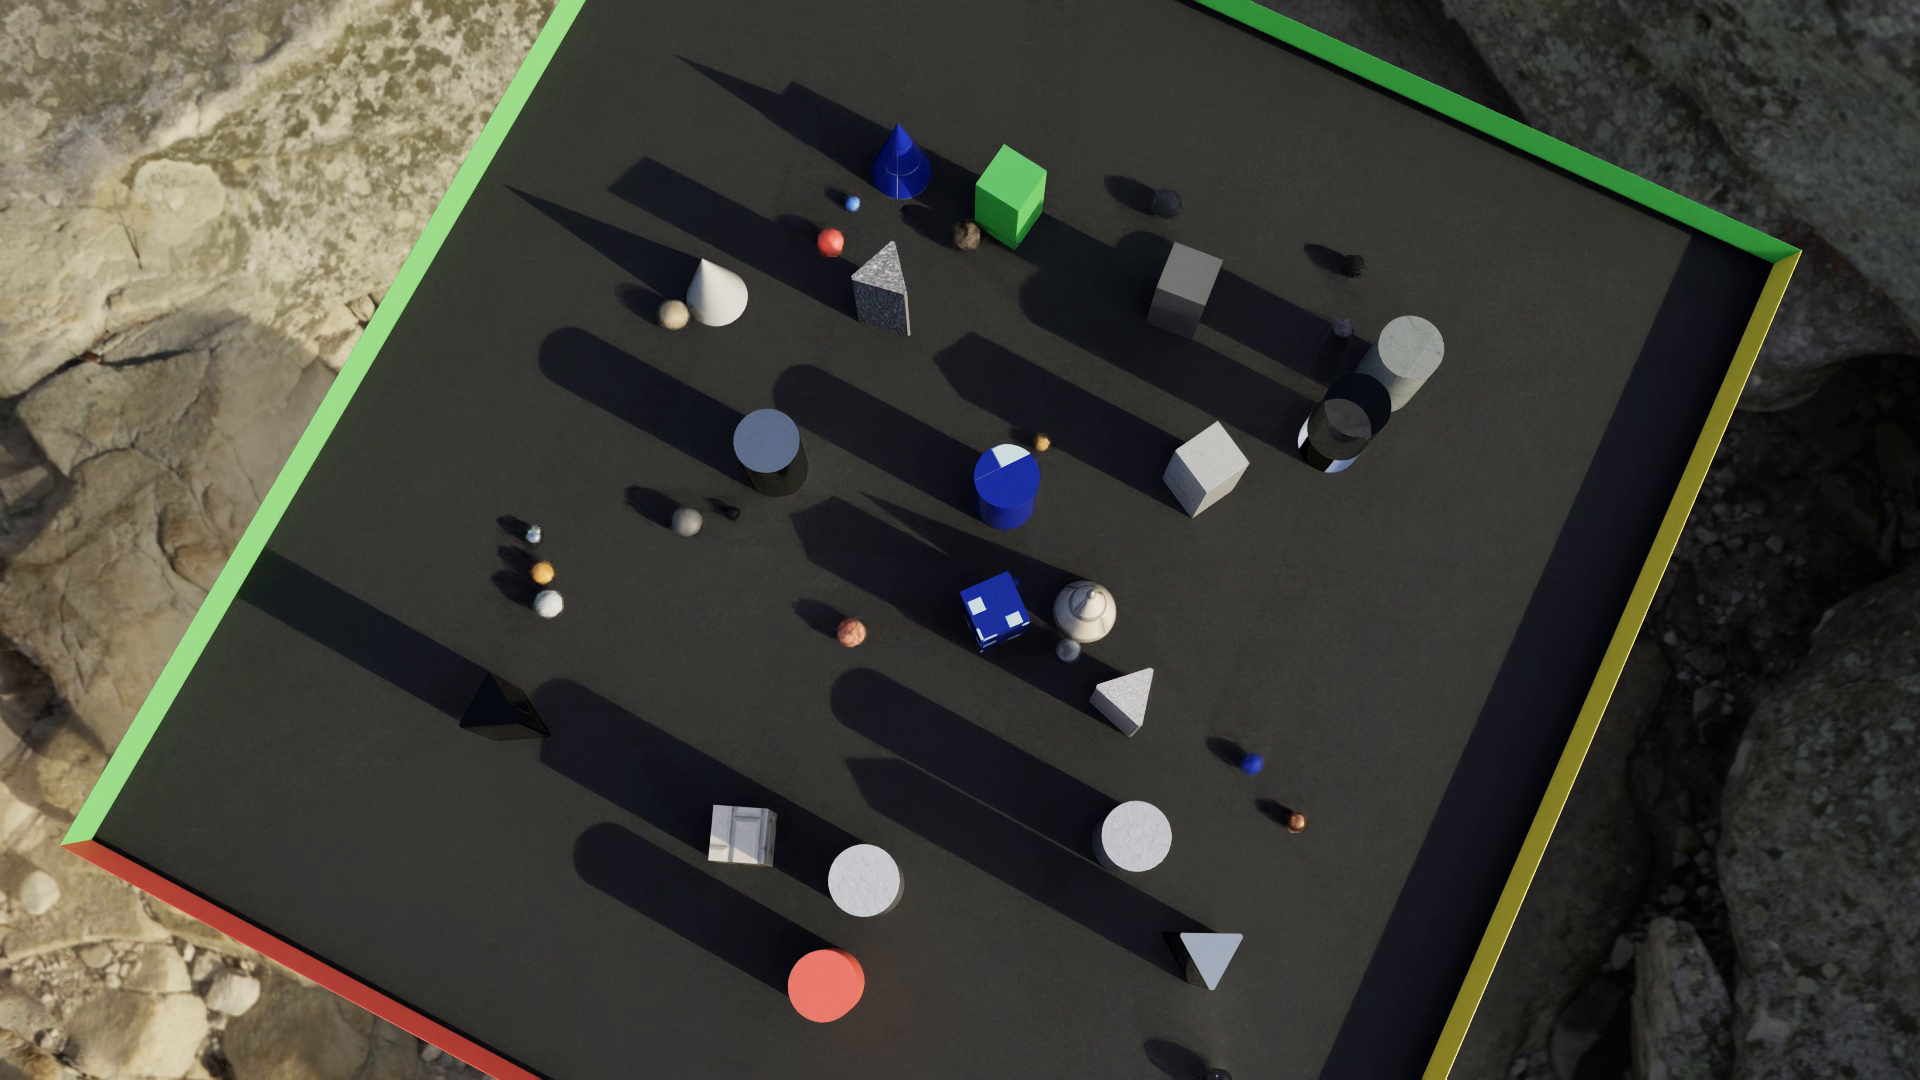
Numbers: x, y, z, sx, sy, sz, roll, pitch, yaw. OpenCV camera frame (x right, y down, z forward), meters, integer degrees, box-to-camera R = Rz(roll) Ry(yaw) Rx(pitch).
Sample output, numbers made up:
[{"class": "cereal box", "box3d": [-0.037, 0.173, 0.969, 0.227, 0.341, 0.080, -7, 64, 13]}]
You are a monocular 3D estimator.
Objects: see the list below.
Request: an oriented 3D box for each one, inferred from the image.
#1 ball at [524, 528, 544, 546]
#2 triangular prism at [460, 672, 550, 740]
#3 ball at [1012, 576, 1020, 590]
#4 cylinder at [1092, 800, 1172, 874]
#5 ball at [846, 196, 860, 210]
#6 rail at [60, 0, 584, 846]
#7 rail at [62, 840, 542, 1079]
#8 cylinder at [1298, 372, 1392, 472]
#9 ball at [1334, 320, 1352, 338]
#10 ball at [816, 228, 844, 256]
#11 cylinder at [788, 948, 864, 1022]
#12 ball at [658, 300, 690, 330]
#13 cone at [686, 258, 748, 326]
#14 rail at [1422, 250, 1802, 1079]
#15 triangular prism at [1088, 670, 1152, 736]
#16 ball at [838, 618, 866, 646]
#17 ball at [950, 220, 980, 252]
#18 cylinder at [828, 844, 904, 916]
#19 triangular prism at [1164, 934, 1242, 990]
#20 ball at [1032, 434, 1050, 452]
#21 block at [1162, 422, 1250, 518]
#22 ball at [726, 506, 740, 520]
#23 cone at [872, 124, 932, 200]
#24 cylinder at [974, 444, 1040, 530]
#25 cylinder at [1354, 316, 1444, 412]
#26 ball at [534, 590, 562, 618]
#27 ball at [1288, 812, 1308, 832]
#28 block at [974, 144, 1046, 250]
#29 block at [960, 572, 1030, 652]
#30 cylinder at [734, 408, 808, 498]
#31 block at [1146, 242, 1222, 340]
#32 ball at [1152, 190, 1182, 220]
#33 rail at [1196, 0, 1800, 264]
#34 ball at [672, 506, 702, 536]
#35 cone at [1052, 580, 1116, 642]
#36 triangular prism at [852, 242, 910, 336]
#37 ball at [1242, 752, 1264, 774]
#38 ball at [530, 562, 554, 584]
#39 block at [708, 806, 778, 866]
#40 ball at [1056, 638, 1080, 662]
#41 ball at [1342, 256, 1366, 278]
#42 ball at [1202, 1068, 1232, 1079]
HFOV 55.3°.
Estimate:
[{"class": "ball", "box3d": [-1.298, -0.010, 5.589, 0.058, 0.058, 0.058, 0, 78, 0]}, {"class": "triangular prism", "box3d": [-1.316, 0.483, 5.315, 0.167, 0.395, 0.145, -4, 78, -1]}, {"class": "ball", "box3d": [0.163, 0.134, 5.566, 0.044, 0.044, 0.044, 0, 78, 0]}, {"class": "cylinder", "box3d": [0.487, 0.856, 5.244, 0.193, 0.382, 0.193, 0, 78, 0]}, {"class": "ball", "box3d": [-0.340, -1.068, 5.814, 0.047, 0.047, 0.047, 0, 78, 0]}, {"class": "rail", "box3d": [-1.701, -0.826, 5.722, 0.045, 0.126, 3.961, 26, 80, 5]}, {"class": "rail", "box3d": [-0.875, 1.721, 5.195, 3.852, 0.126, 0.045, 26, 80, 5]}, {"class": "cylinder", "box3d": [1.144, -0.345, 5.473, 0.193, 0.421, 0.193, 0, 78, 0]}, {"class": "ball", "box3d": [1.195, -0.658, 5.723, 0.059, 0.059, 0.059, 0, 78, 0]}, {"class": "ball", "box3d": [-0.408, -0.939, 5.768, 0.084, 0.084, 0.084, 0, 78, 0]}, {"class": "cylinder", "box3d": [-0.375, 1.257, 5.188, 0.193, 0.329, 0.193, 0, 78, 0]}, {"class": "ball", "box3d": [-0.892, -0.702, 5.714, 0.094, 0.094, 0.094, 0, 78, 0]}, {"class": "cone", "box3d": [-0.766, -0.801, 5.606, 0.193, 0.345, 0.193, 0, 78, 0]}, {"class": "rail", "box3d": [1.701, 0.840, 5.378, 0.045, 0.126, 3.961, 26, 80, 5]}, {"class": "triangular prism", "box3d": [0.498, 0.451, 5.358, 0.167, 0.323, 0.145, 42, 81, 8]}, {"class": "ball", "box3d": [-0.326, 0.278, 5.515, 0.086, 0.086, 0.086, 0, 78, 0]}, {"class": "ball", "box3d": [0.017, -0.957, 5.765, 0.097, 0.097, 0.097, 0, 78, 0]}, {"class": "cylinder", "box3d": [-0.260, 0.967, 5.181, 0.193, 0.461, 0.193, 0, 78, 0]}, {"class": "triangular prism", "box3d": [0.655, 1.144, 5.146, 0.145, 0.458, 0.167, 31, 80, 6]}, {"class": "ball", "box3d": [0.250, -0.300, 5.653, 0.051, 0.051, 0.051, 0, 78, 0]}, {"class": "block", "box3d": [0.731, -0.206, 5.481, 0.155, 0.349, 0.155, -34, 80, -7]}, {"class": "ball", "box3d": [-0.694, -0.082, 5.612, 0.042, 0.042, 0.042, 0, 78, 0]}, {"class": "cone", "box3d": [-0.187, -1.218, 5.681, 0.193, 0.367, 0.193, 0, 78, 0]}, {"class": "cylinder", "box3d": [0.137, -0.155, 5.493, 0.193, 0.305, 0.193, 0, 78, 0]}, {"class": "cylinder", "box3d": [1.320, -0.528, 5.540, 0.193, 0.364, 0.193, 0, 78, 0]}, {"class": "ball", "box3d": [-1.243, 0.193, 5.533, 0.086, 0.086, 0.086, 0, 78, 0]}, {"class": "ball", "box3d": [0.997, 0.833, 5.415, 0.057, 0.057, 0.057, 0, 78, 0]}, {"class": "block", "box3d": [0.154, -1.056, 5.666, 0.155, 0.330, 0.155, 33, 80, 6]}, {"class": "block", "box3d": [0.101, 0.215, 5.441, 0.155, 0.256, 0.155, -23, 79, -5]}, {"class": "cylinder", "box3d": [-0.564, -0.257, 5.505, 0.193, 0.323, 0.193, 0, 78, 0]}, {"class": "block", "box3d": [0.683, -0.759, 5.607, 0.155, 0.326, 0.155, 22, 79, 4]}, {"class": "ball", "box3d": [0.654, -1.061, 5.788, 0.093, 0.093, 0.093, 0, 78, 0]}, {"class": "rail", "box3d": [0.875, -1.707, 5.905, 3.852, 0.126, 0.045, 26, 80, 5]}, {"class": "ball", "box3d": [-0.832, -0.057, 5.581, 0.093, 0.093, 0.093, 0, 78, 0]}, {"class": "cone", "box3d": [0.379, 0.182, 5.403, 0.193, 0.344, 0.193, 0, 78, 0]}, {"class": "triangular prism", "box3d": [-0.218, -0.773, 5.575, 0.167, 0.394, 0.145, 17, 79, 3]}, {"class": "ball", "box3d": [0.869, 0.663, 5.447, 0.063, 0.063, 0.063, 0, 78, 0]}, {"class": "ball", "box3d": [-1.268, 0.099, 5.561, 0.068, 0.068, 0.068, 0, 78, 0]}, {"class": "block", "box3d": [-0.626, 0.858, 5.302, 0.155, 0.269, 0.155, 4, 78, 1]}, {"class": "ball", "box3d": [0.325, 0.332, 5.513, 0.069, 0.069, 0.069, 0, 78, 0]}, {"class": "ball", "box3d": [1.239, -0.857, 5.757, 0.071, 0.071, 0.071, 0, 78, 0]}, {"class": "ball", "box3d": [0.737, 1.560, 5.245, 0.095, 0.095, 0.095, 0, 78, 0]}]
